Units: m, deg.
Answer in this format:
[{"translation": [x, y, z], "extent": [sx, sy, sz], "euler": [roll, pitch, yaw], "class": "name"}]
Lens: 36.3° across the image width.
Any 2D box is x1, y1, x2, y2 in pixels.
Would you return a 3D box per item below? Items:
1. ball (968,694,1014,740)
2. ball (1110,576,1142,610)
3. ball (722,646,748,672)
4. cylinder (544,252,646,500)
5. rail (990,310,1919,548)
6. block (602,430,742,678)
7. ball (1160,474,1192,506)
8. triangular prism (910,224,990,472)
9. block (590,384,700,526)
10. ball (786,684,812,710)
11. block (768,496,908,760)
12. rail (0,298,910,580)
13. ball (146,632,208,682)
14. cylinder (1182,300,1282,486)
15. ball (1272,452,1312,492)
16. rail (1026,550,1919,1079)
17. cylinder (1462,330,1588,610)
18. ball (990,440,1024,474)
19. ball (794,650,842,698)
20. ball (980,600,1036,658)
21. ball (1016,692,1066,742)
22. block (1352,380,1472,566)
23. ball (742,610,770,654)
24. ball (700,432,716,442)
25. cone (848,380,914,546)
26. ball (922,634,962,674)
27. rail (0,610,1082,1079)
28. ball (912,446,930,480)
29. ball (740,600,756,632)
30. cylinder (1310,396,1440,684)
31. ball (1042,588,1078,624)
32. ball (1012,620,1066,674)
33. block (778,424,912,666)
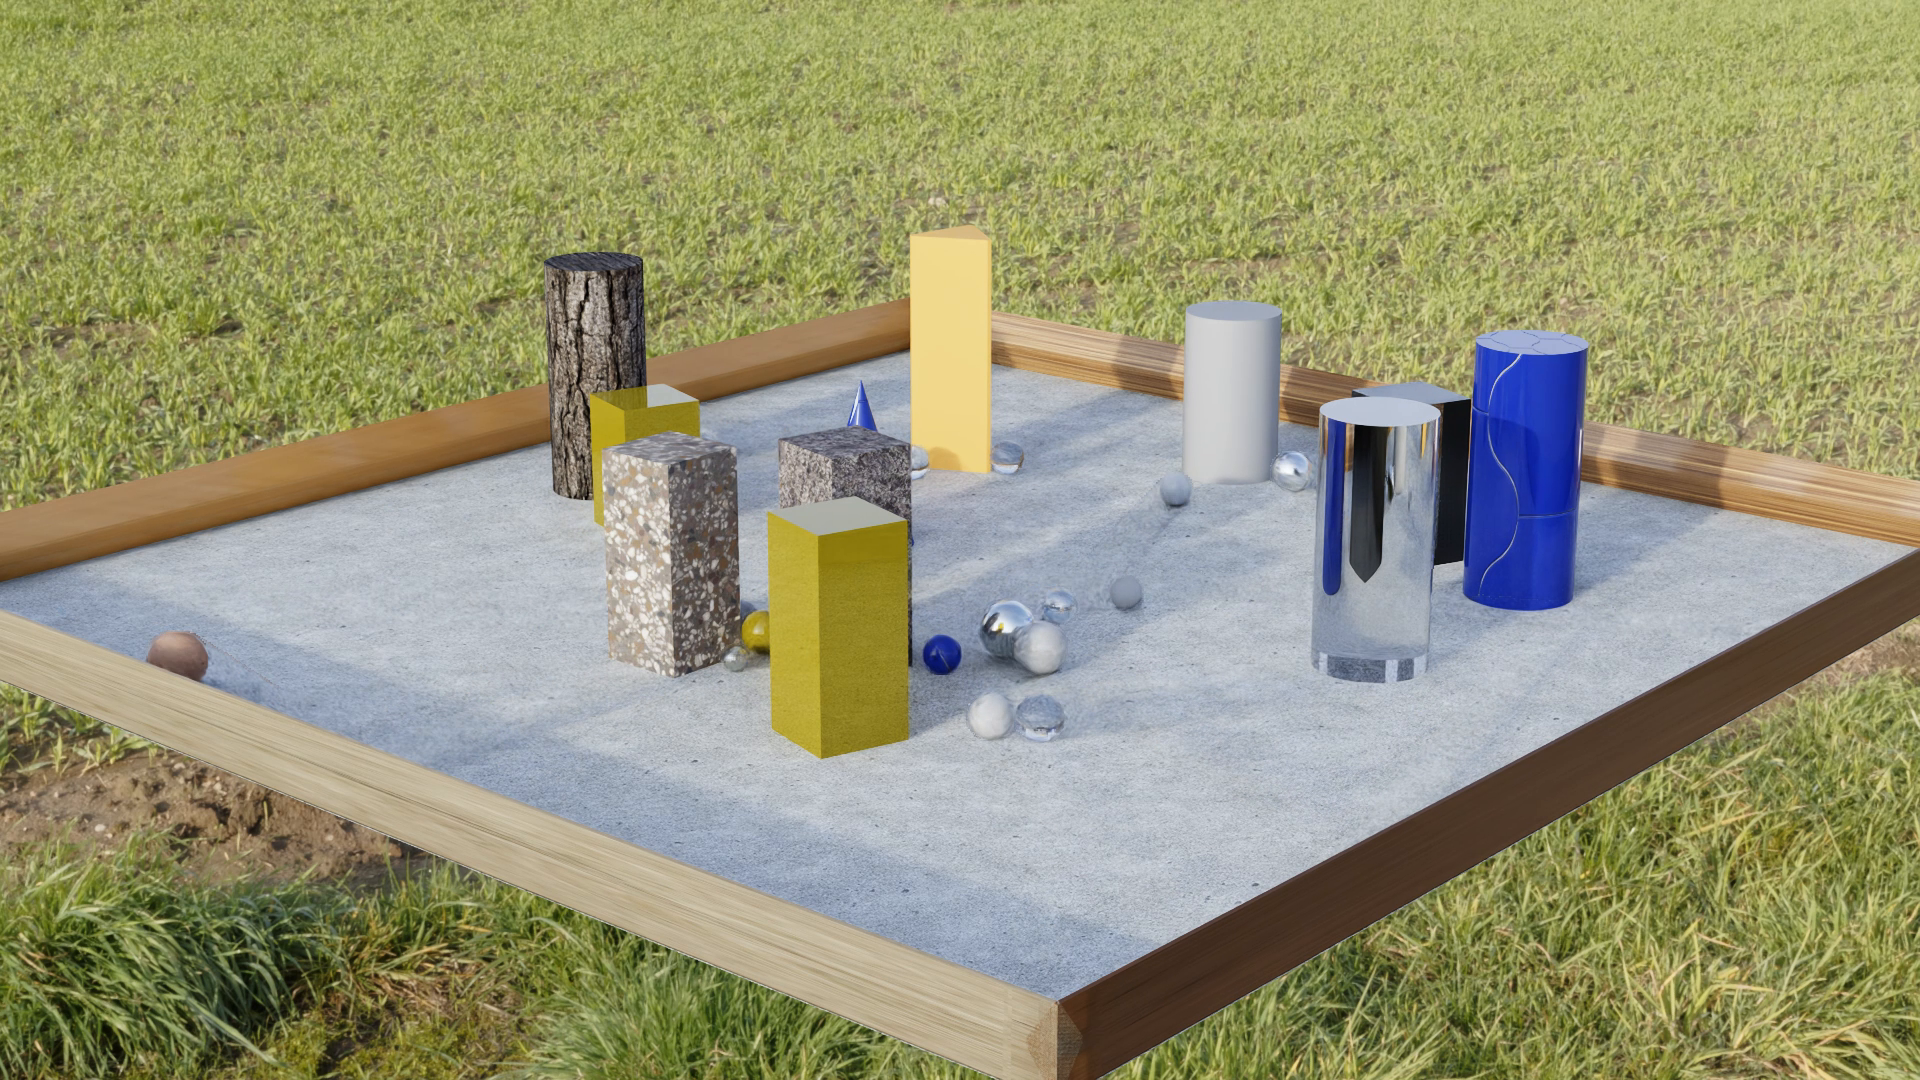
[{"translation": [0.048, 0.267, 4.435], "extent": [0.071, 0.071, 0.071], "euler": [0, 17, 0], "class": "ball"}, {"translation": [0.286, 0.092, 5.041], "extent": [0.056, 0.056, 0.056], "euler": [0, 17, 0], "class": "ball"}, {"translation": [-0.363, 0.191, 4.736], "extent": [0.041, 0.041, 0.041], "euler": [0, 17, 0], "class": "ball"}, {"translation": [-0.707, -0.321, 5.720], "extent": [0.191, 0.453, 0.191], "euler": [0, 17, 0], "class": "cylinder"}, {"translation": [0.875, -0.261, 6.086], "extent": [2.650, 0.124, 0.045], "euler": [14, 22, 39], "class": "rail"}, {"translation": [-0.467, 0.021, 4.756], "extent": [0.152, 0.355, 0.152], "euler": [14, 22, 38], "class": "block"}, {"translation": [0.416, -0.097, 5.656], "extent": [0.061, 0.061, 0.061], "euler": [0, 17, 0], "class": "ball"}, {"translation": [0.001, -0.388, 5.908], "extent": [0.165, 0.473, 0.143], "euler": [5, 18, 17], "class": "triangular prism"}, {"translation": [-0.588, -0.147, 5.494], "extent": [0.152, 0.250, 0.152], "euler": [-10, 19, -30], "class": "block"}, {"translation": [-0.250, 0.244, 4.562], "extent": [0.041, 0.041, 0.041], "euler": [0, 17, 0], "class": "ball"}, {"translation": [-0.183, 0.130, 4.412], "extent": [0.152, 0.347, 0.152], "euler": [-10, 20, -31], "class": "block"}, {"translation": [-0.983, -0.216, 5.937], "extent": [0.045, 0.124, 2.718], "euler": [14, 22, 39], "class": "rail"}, {"translation": [-1.239, 0.192, 4.642], "extent": [0.094, 0.094, 0.094], "euler": [0, 17, 0], "class": "ball"}, {"translation": [0.541, -0.295, 5.844], "extent": [0.191, 0.332, 0.191], "euler": [0, 17, 0], "class": "cylinder"}, {"translation": [0.650, -0.134, 5.747], "extent": [0.079, 0.079, 0.079], "euler": [0, 17, 0], "class": "ball"}, {"translation": [0.983, 0.278, 4.304], "extent": [0.045, 0.124, 2.718], "euler": [14, 22, 39], "class": "rail"}, {"translation": [0.976, -0.122, 5.065], "extent": [0.191, 0.451, 0.191], "euler": [0, 17, 0], "class": "cylinder"}, {"translation": [0.095, -0.165, 5.869], "extent": [0.068, 0.068, 0.068], "euler": [0, 17, 0], "class": "ball"}, {"translation": [-0.223, 0.212, 4.611], "extent": [0.075, 0.075, 0.075], "euler": [0, 17, 0], "class": "ball"}, {"translation": [0.079, 0.146, 4.794], "extent": [0.095, 0.095, 0.095], "euler": [0, 17, 0], "class": "ball"}, {"translation": [0.121, 0.268, 4.425], "extent": [0.075, 0.075, 0.075], "euler": [0, 17, 0], "class": "ball"}, {"translation": [0.810, -0.117, 5.304], "extent": [0.152, 0.302, 0.152], "euler": [-8, 19, -26], "class": "block"}, {"translation": [-0.322, 0.151, 4.811], "extent": [0.075, 0.075, 0.075], "euler": [0, 17, 0], "class": "ball"}, {"translation": [-0.521, -0.170, 5.849], "extent": [0.089, 0.089, 0.089], "euler": [0, 17, 0], "class": "ball"}, {"translation": [-0.180, -0.144, 5.380], "extent": [0.191, 0.311, 0.191], "euler": [0, 17, 0], "class": "cone"}, {"translation": [-0.028, 0.183, 4.726], "extent": [0.063, 0.063, 0.063], "euler": [0, 17, 0], "class": "ball"}, {"translation": [-0.875, 0.323, 4.155], "extent": [2.650, 0.124, 0.045], "euler": [14, 22, 39], "class": "rail"}, {"translation": [-0.097, -0.154, 5.827], "extent": [0.070, 0.070, 0.070], "euler": [0, 17, 0], "class": "ball"}, {"translation": [-0.369, 0.127, 4.927], "extent": [0.054, 0.054, 0.054], "euler": [0, 17, 0], "class": "ball"}, {"translation": [0.666, -0.002, 4.714], "extent": [0.191, 0.423, 0.191], "euler": [0, 17, 0], "class": "cylinder"}, {"translation": [0.170, 0.111, 4.969], "extent": [0.060, 0.060, 0.060], "euler": [0, 17, 0], "class": "ball"}, {"translation": [0.128, 0.173, 4.717], "extent": [0.087, 0.087, 0.087], "euler": [0, 17, 0], "class": "ball"}, {"translation": [-0.184, 0.021, 4.725], "extent": [0.152, 0.373, 0.152], "euler": [-12, 21, -35], "class": "block"}]
